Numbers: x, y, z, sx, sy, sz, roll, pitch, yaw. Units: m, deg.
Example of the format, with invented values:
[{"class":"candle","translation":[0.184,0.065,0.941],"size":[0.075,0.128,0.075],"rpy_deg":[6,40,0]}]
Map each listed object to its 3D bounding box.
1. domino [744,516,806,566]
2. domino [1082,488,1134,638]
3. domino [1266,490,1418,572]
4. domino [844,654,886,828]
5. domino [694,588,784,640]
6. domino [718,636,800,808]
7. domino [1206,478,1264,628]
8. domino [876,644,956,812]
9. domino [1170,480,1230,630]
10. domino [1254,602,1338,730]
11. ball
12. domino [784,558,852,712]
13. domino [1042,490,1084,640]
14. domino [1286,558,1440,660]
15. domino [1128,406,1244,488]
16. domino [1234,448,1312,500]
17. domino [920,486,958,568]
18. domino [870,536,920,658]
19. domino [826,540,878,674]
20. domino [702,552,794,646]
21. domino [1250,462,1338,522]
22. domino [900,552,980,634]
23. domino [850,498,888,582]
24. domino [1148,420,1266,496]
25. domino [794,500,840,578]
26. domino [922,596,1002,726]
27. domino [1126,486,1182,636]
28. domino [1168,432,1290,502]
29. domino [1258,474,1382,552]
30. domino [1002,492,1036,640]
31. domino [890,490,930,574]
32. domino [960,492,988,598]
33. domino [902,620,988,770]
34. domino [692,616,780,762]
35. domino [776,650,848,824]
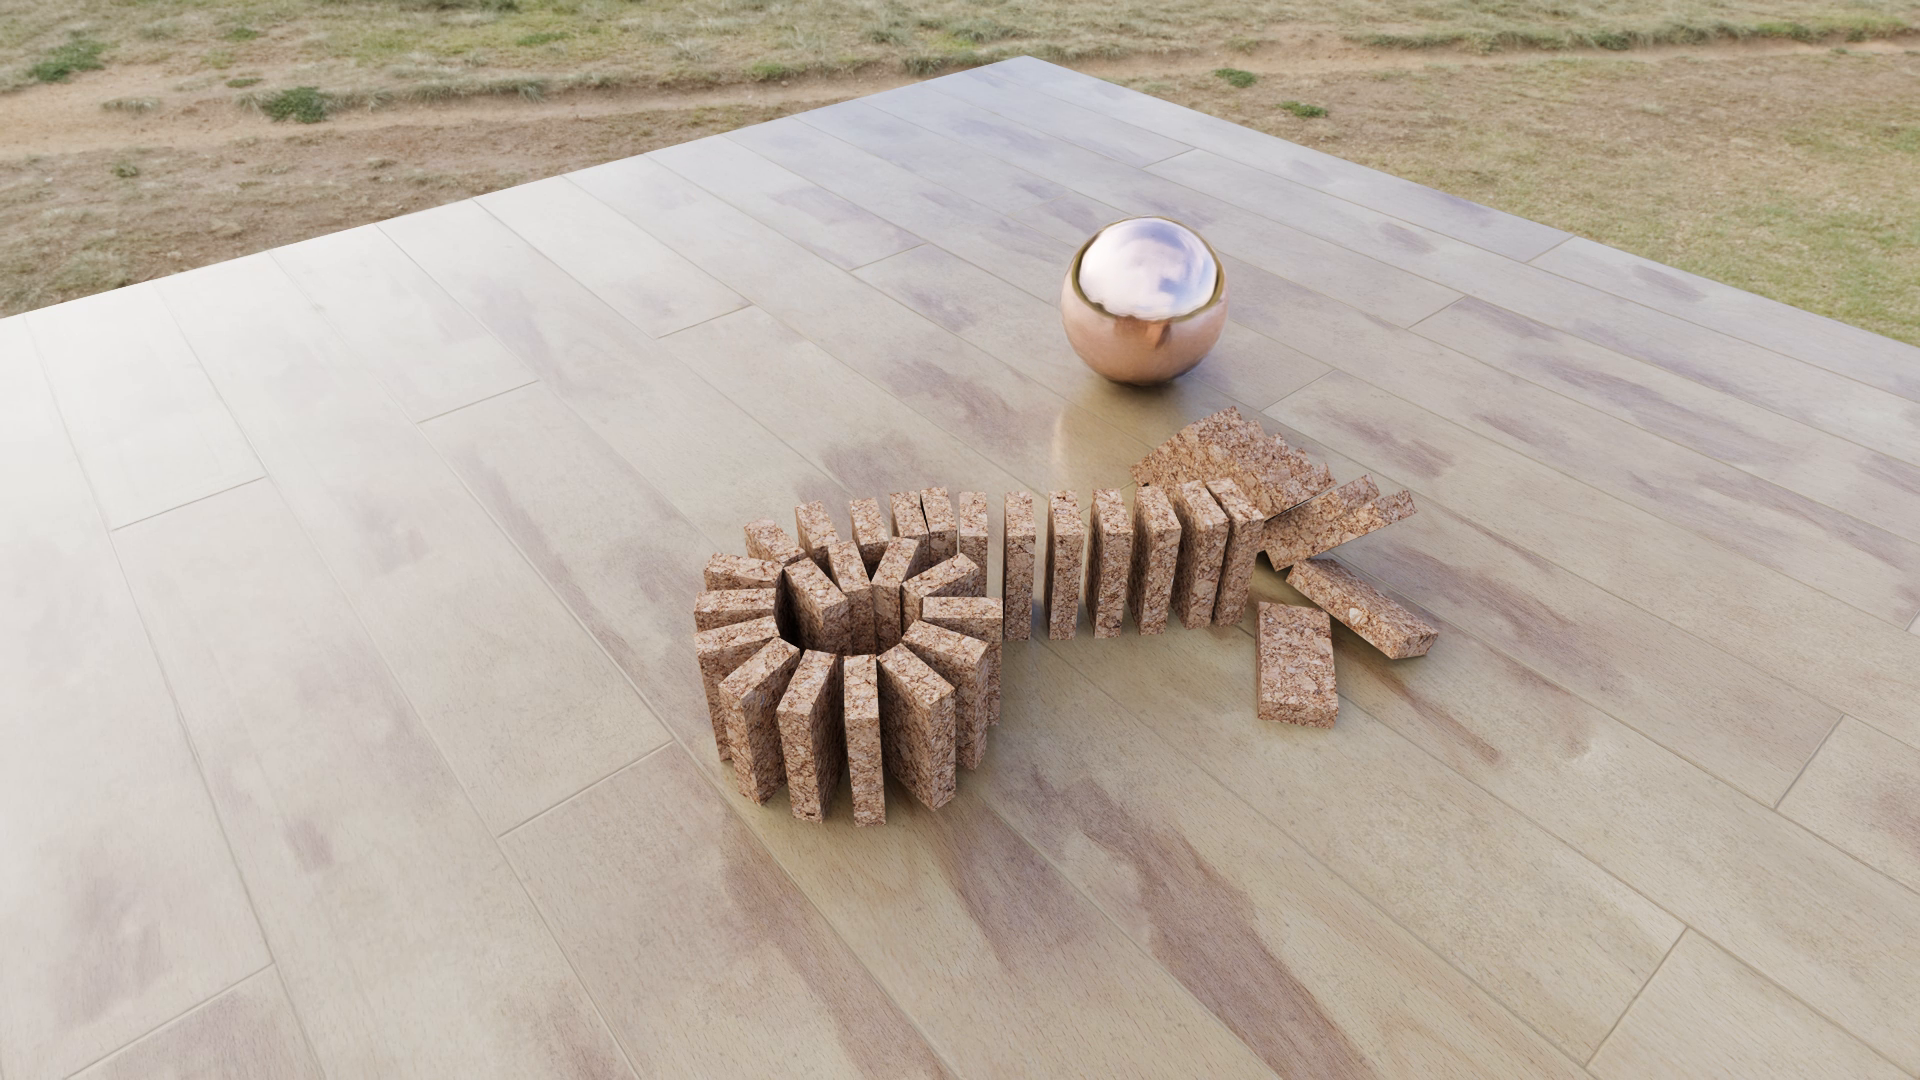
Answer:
[{"class":"domino","translation":[-0.063,0.019,0.389],"size":[0.009,0.050,0.025],"rpy_deg":[-26,46,-29]},{"class":"domino","translation":[0.053,0.009,0.401],"size":[0.010,0.050,0.025],"rpy_deg":[-3,39,-4]},{"class":"domino","translation":[0.144,-0.003,0.416],"size":[0.025,0.050,0.009],"rpy_deg":[-16,79,-40]},{"class":"domino","translation":[-0.029,0.062,0.336],"size":[0.010,0.050,0.025],"rpy_deg":[-3,39,-4]},{"class":"domino","translation":[-0.071,0.038,0.365],"size":[0.025,0.050,0.009],"rpy_deg":[-2,39,-3]},{"class":"domino","translation":[-0.060,0.057,0.342],"size":[0.009,0.050,0.025],"rpy_deg":[24,45,27]},{"class":"domino","translation":[0.097,0.005,0.405],"size":[0.009,0.050,0.025],"rpy_deg":[-12,41,-14]},{"class":"domino","translation":[-0.013,0.059,0.340],"size":[0.009,0.050,0.025],"rpy_deg":[-29,48,-31]},{"class":"domino","translation":[0.086,0.006,0.404],"size":[0.009,0.050,0.025],"rpy_deg":[-10,40,-12]},{"class":"domino","translation":[0.119,0.044,0.390],"size":[0.025,0.010,0.050],"rpy_deg":[7,40,8]},{"class":"ball","translation":[0.088,-0.114,0.527],"size":[0.080,0.080,0.080],"rpy_deg":[0,39,0]},{"class":"domino","translation":[-0.047,0.033,0.371],"size":[0.009,0.050,0.025],"rpy_deg":[-24,45,-27]},{"class":"domino","translation":[0.037,0.010,0.400],"size":[0.010,0.050,0.025],"rpy_deg":[-1,39,-2]},{"class":"domino","translation":[0.148,0.025,0.406],"size":[0.025,0.010,0.050],"rpy_deg":[0,32,-41]},{"class":"domino","translation":[0.095,-0.039,0.462],"size":[0.025,0.050,0.009],"rpy_deg":[-23,82,-26]},{"class":"domino","translation":[0.115,-0.020,0.439],"size":[0.025,0.050,0.009],"rpy_deg":[-23,82,-25]},{"class":"domino","translation":[-0.008,0.008,0.401],"size":[0.009,0.050,0.025],"rpy_deg":[-6,40,-7]},{"class":"domino","translation":[-0.021,0.026,0.379],"size":[0.009,0.050,0.025],"rpy_deg":[9,40,11]},{"class":"domino","translation":[-0.037,0.028,0.378],"size":[0.009,0.050,0.025],"rpy_deg":[-11,41,-13]},{"class":"domino","translation":[-0.071,0.028,0.377],"size":[0.025,0.050,0.009],"rpy_deg":[9,40,11]},{"class":"domino","translation":[0.121,-0.013,0.432],"size":[0.025,0.050,0.009],"rpy_deg":[-23,82,-25]},{"class":"domino","translation":[-0.006,0.031,0.374],"size":[0.025,0.050,0.010],"rpy_deg":[-27,46,-29]},{"class":"domino","translation":[-0.032,0.013,0.396],"size":[0.009,0.050,0.025],"rpy_deg":[-9,40,-11]},{"class":"domino","translation":[0.102,-0.033,0.455],"size":[0.025,0.050,0.009],"rpy_deg":[-23,82,-25]},{"class":"domino","translation":[-0.049,0.014,0.395],"size":[0.010,0.050,0.025],"rpy_deg":[-14,41,-16]},{"class":"domino","translation":[0.001,0.041,0.362],"size":[0.025,0.050,0.009],"rpy_deg":[1,39,1]},{"class":"domino","translation":[0.070,0.008,0.402],"size":[0.010,0.050,0.025],"rpy_deg":[-5,40,-6]},{"class":"domino","translation":[0.108,-0.026,0.447],"size":[0.025,0.050,0.009],"rpy_deg":[-23,82,-26]},{"class":"domino","translation":[0.133,-0.009,0.424],"size":[0.025,0.050,0.010],"rpy_deg":[-21,83,-38]},{"class":"domino","translation":[0.021,0.010,0.399],"size":[0.010,0.050,0.025],"rpy_deg":[0,39,-1]},{"class":"domino","translation":[-0.018,0.010,0.399],"size":[0.009,0.050,0.025],"rpy_deg":[-8,40,-9]},{"class":"domino","translation":[0.005,0.010,0.399],"size":[0.010,0.050,0.025],"rpy_deg":[0,39,0]},{"class":"domino","translation":[-0.005,0.050,0.350],"size":[0.025,0.050,0.009],"rpy_deg":[16,42,19]},{"class":"domino","translation":[-0.069,0.048,0.353],"size":[0.025,0.050,0.009],"rpy_deg":[-13,41,-15]},{"class":"domino","translation":[-0.045,0.061,0.337],"size":[0.009,0.050,0.025],"rpy_deg":[9,40,10]}]
